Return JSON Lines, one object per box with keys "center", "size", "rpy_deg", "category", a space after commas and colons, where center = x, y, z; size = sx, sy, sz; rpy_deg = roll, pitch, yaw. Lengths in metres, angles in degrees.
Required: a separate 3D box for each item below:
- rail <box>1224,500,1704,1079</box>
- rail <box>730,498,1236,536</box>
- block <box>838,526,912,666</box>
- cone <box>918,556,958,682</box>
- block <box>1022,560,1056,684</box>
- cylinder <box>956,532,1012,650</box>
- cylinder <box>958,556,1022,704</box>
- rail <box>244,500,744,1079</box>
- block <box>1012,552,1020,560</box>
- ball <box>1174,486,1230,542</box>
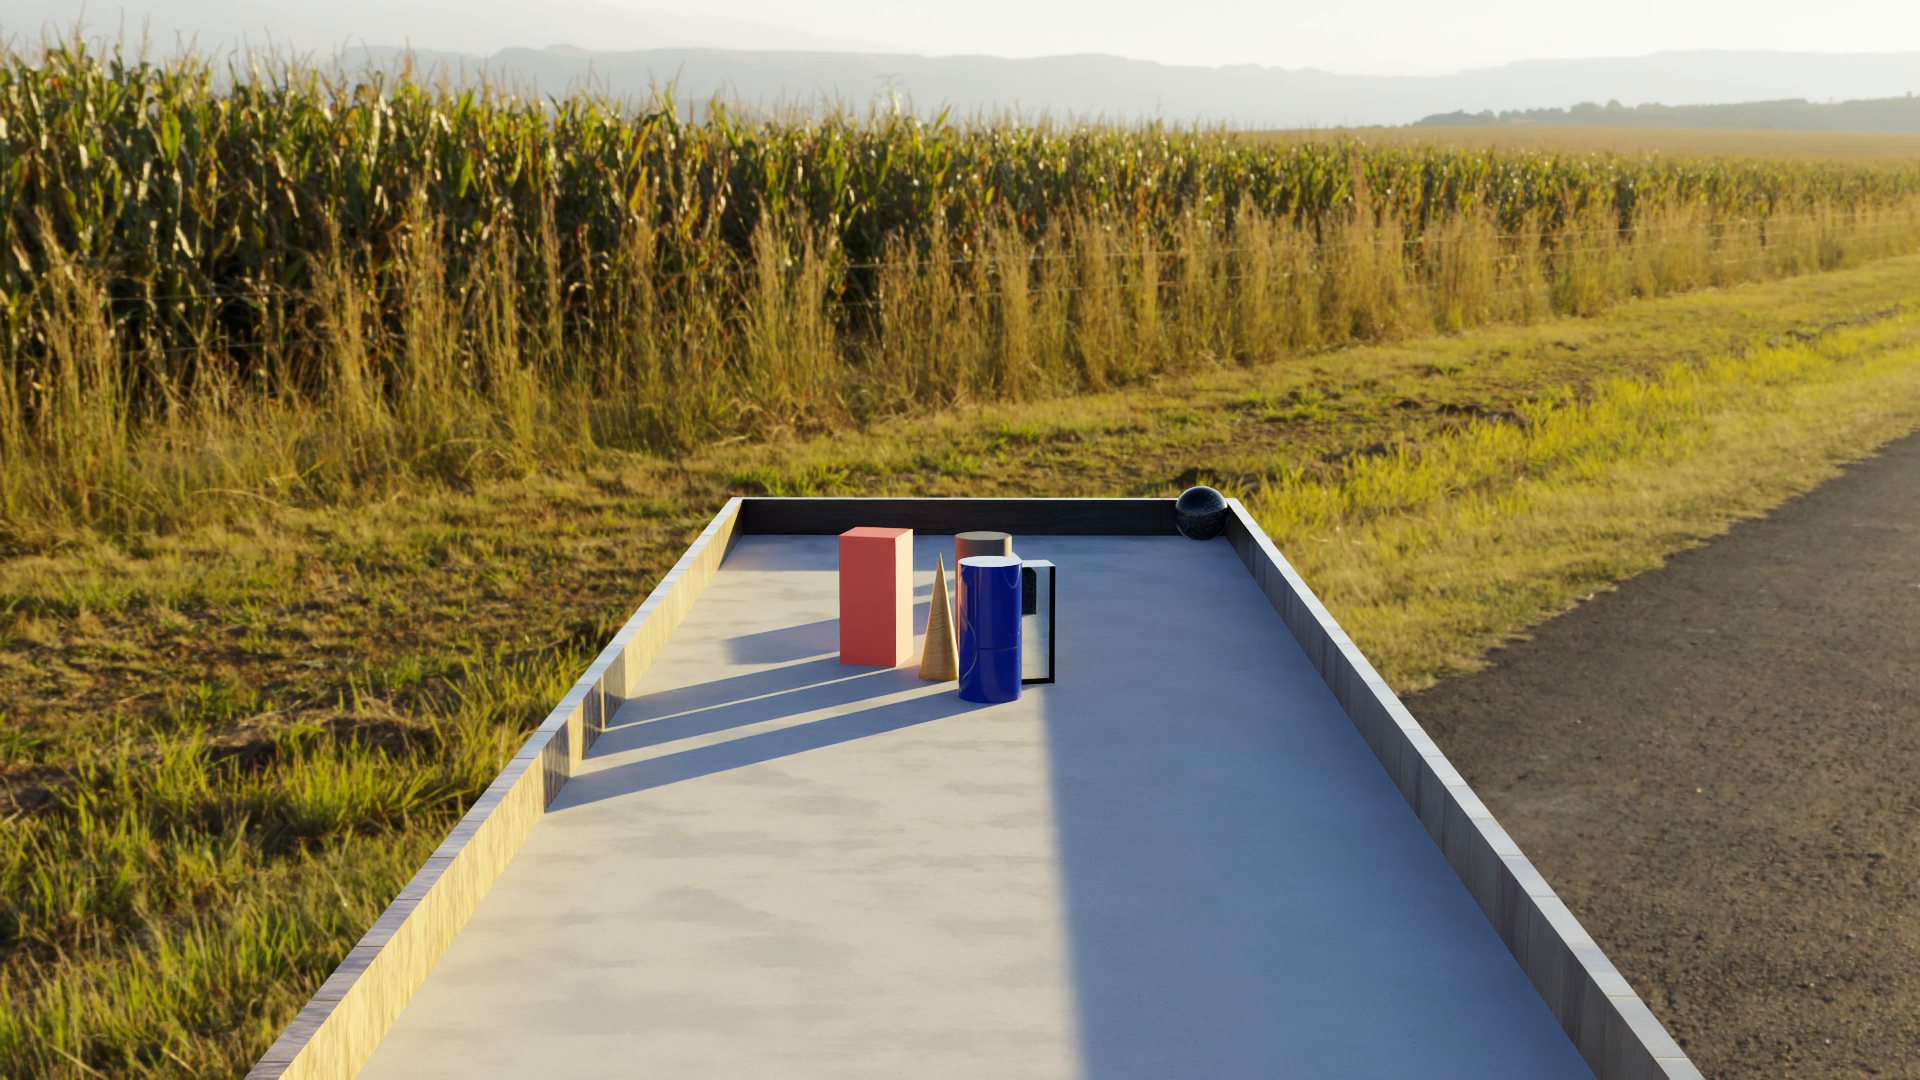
{"center": [1.046, 0.843, 3.208], "size": [0.050, 0.150, 12.000], "rpy_deg": [0, 9, 1], "category": "rail"}
{"center": [0.099, -0.098, 9.147], "size": [2.100, 0.150, 0.050], "rpy_deg": [0, 9, 1], "category": "rail"}
{"center": [-0.254, 0.171, 6.678], "size": [0.178, 0.393, 0.178], "rpy_deg": [2, 9, 14], "category": "block"}
{"center": [-0.058, 0.217, 6.439], "size": [0.127, 0.376, 0.127], "rpy_deg": [0, 9, 0], "category": "cone"}
{"center": [0.211, 0.238, 6.402], "size": [0.109, 0.345, 0.109], "rpy_deg": [-2, 9, -11], "category": "block"}
{"center": [0.070, 0.175, 6.686], "size": [0.170, 0.381, 0.170], "rpy_deg": [0, 9, 0], "category": "cylinder"}
{"center": [0.085, 0.251, 6.190], "size": [0.179, 0.387, 0.179], "rpy_deg": [0, 9, 0], "category": "cylinder"}
{"center": [-1.004, 0.839, 3.234], "size": [0.050, 0.150, 12.000], "rpy_deg": [0, 9, 1], "category": "rail"}
{"center": [0.150, 0.147, 7.630], "size": [0.142, 0.142, 0.389], "rpy_deg": [-1, 9, -9], "category": "block"}
{"center": [0.984, -0.107, 8.962], "size": [0.226, 0.226, 0.226], "rpy_deg": [0, 9, 0], "category": "ball"}
